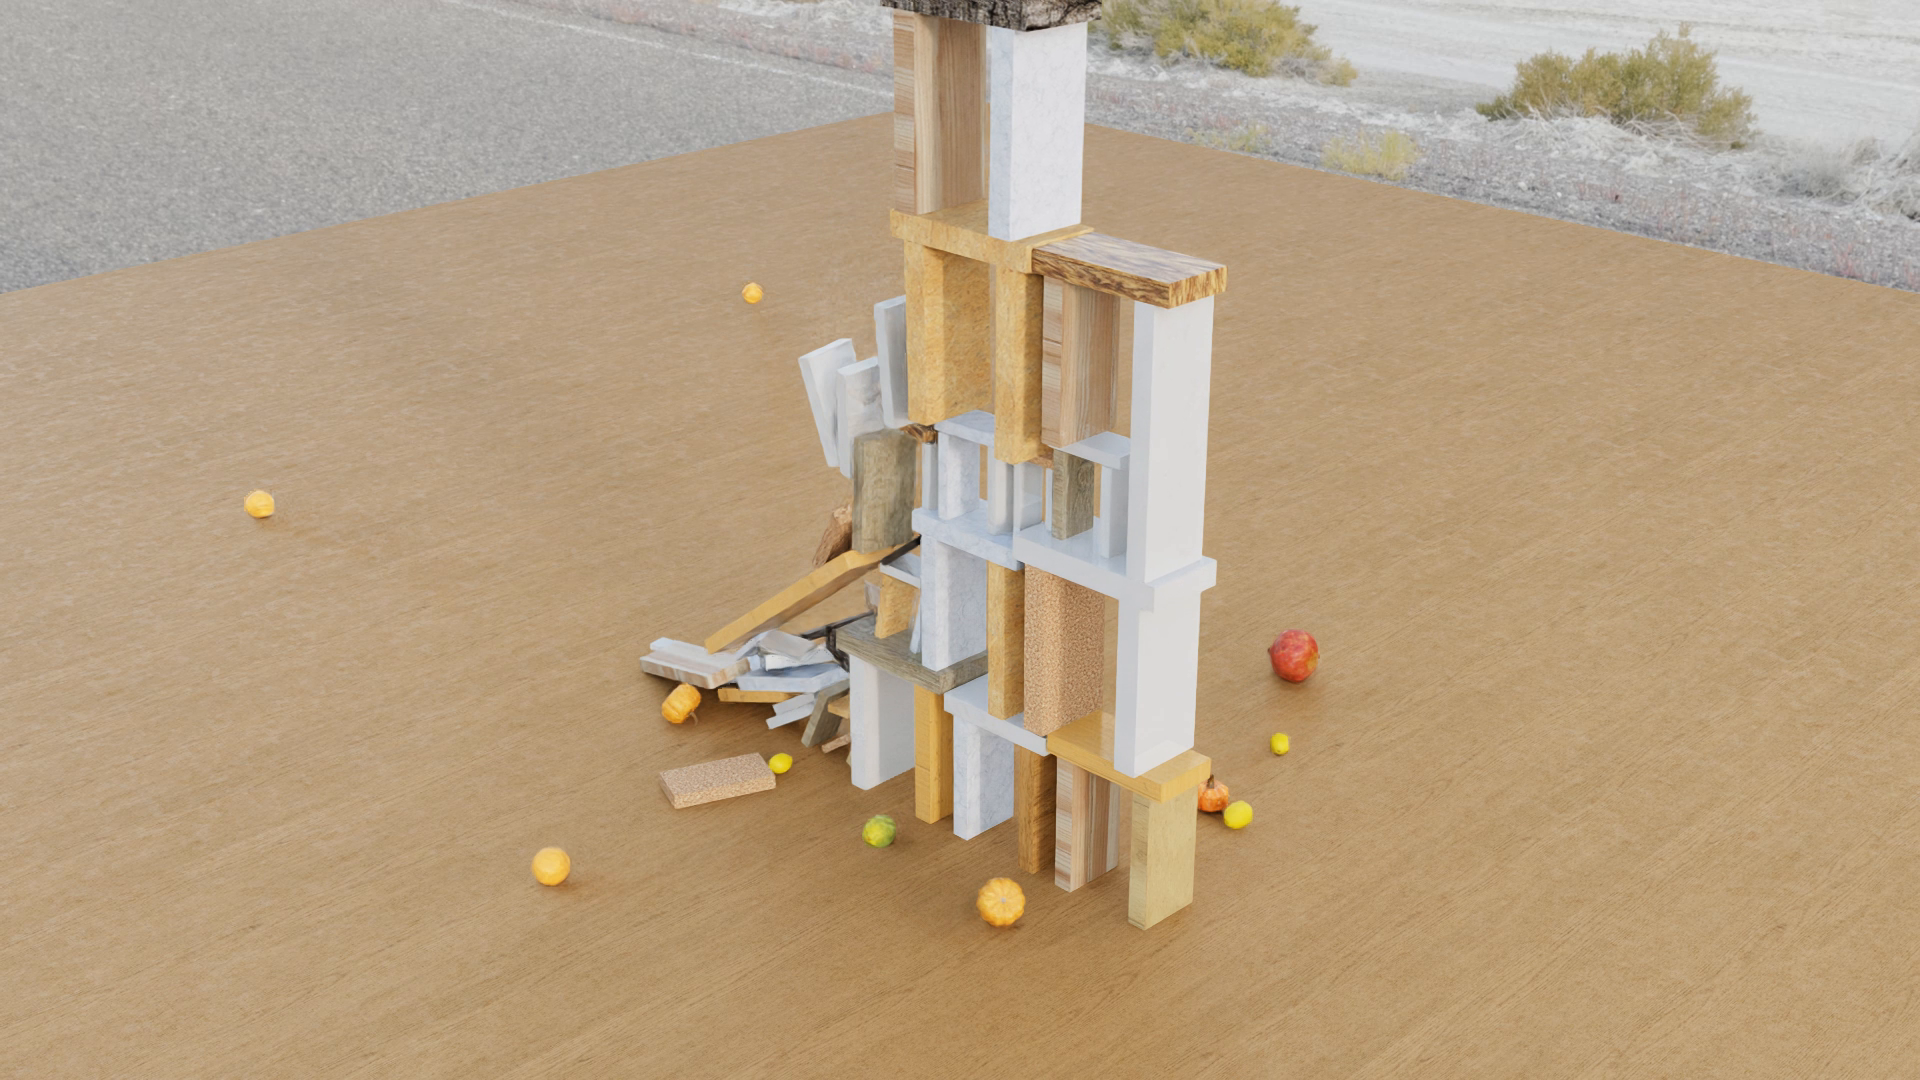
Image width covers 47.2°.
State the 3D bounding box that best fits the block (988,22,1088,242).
[{"bbox_3d":[0.133,-0.709,3.775,0.180,0.360,0.051,-21,32,-40],"label":"block"}]

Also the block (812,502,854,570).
[{"bbox_3d":[-0.224,-0.015,4.440,0.113,0.227,0.032,-28,73,-26],"label":"block"}]

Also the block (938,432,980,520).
[{"bbox_3d":[-0.002,-0.131,4.159,0.024,0.172,0.086,21,31,41],"label":"block"}]

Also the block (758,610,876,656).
[{"bbox_3d":[-0.285,0.194,4.741,0.313,0.016,0.055,-18,6,12],"label":"block"}]

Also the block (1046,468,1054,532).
[{"bbox_3d":[0.184,-0.081,4.001,0.060,0.120,0.017,-18,29,-37],"label":"block"}]

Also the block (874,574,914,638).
[{"bbox_3d":[-0.128,0.122,4.407,0.073,0.147,0.021,-20,42,-39],"label":"block"}]

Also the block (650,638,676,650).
[{"bbox_3d":[-0.676,0.252,5.149,0.091,0.013,0.045,16,28,32],"label":"block"}]

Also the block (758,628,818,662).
[{"bbox_3d":[-0.369,0.226,4.701,0.143,0.014,0.050,13,50,45],"label":"block"}]

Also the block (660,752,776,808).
[{"bbox_3d":[-0.502,0.497,4.551,0.216,0.031,0.108,-10,25,-22],"label":"block"}]

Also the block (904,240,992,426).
[{"bbox_3d":[-0.021,-0.399,4.070,0.048,0.342,0.171,19,30,41],"label":"block"}]

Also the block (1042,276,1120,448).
[{"bbox_3d":[0.212,-0.327,3.851,0.043,0.304,0.152,21,31,41],"label":"block"}]

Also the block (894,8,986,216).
[{"bbox_3d":[-0.035,-0.776,3.935,0.051,0.360,0.180,21,31,40],"label":"block"}]

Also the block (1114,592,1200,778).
[{"bbox_3d":[0.354,0.242,3.945,0.048,0.337,0.168,21,31,40],"label":"block"}]

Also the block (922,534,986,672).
[{"bbox_3d":[-0.011,0.103,4.285,0.040,0.279,0.140,21,31,41],"label":"block"}]

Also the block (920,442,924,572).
[{"bbox_3d":[-0.046,-0.079,4.269,0.020,0.289,0.069,15,25,32],"label":"block"}]

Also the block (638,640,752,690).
[{"bbox_3d":[-0.599,0.280,4.947,0.108,0.031,0.320,-25,19,-32],"label":"block"}]

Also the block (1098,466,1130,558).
[{"bbox_3d":[0.285,-0.060,3.888,0.085,0.169,0.024,-21,31,-40],"label":"block"}]

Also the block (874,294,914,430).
[{"bbox_3d":[-0.093,-0.343,4.158,0.122,0.244,0.035,-21,31,-30],"label":"block"}]

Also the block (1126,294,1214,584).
[{"bbox_3d":[0.358,-0.180,3.752,0.152,0.497,0.043,-21,31,-40],"label":"block"}]

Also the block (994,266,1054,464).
[{"bbox_3d":[0.140,-0.330,3.931,0.048,0.360,0.171,21,31,40],"label":"block"}]

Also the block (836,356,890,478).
[{"bbox_3d":[-0.182,-0.241,4.287,0.113,0.227,0.032,-22,38,-30],"label":"block"}]

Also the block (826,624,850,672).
[{"bbox_3d":[-0.254,0.228,4.634,0.016,0.055,0.110,-13,32,-22],"label":"block"}]

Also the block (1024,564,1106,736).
[{"bbox_3d":[0.195,0.181,4.091,0.168,0.337,0.048,-21,31,-40],"label":"block"}]

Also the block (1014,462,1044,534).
[{"bbox_3d":[0.126,-0.084,4.061,0.017,0.161,0.060,21,31,40],"label":"block"}]

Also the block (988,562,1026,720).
[{"bbox_3d":[0.118,0.173,4.169,0.139,0.317,0.040,-20,30,-39],"label":"block"}]

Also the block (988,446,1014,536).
[{"bbox_3d":[0.092,-0.100,4.084,0.086,0.172,0.024,-18,29,-35],"label":"block"}]

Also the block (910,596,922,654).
[{"bbox_3d":[-0.054,0.150,4.343,0.073,0.147,0.021,-20,46,-40],"label":"block"}]

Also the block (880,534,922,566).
[{"bbox_3d":[-0.107,0.017,4.319,0.101,0.014,0.050,-31,2,37],"label":"block"}]

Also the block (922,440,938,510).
[{"bbox_3d":[-0.036,-0.130,4.198,0.069,0.138,0.020,-16,32,-34],"label":"block"}]

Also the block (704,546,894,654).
[{"bbox_3d":[-0.342,0.125,4.595,0.122,0.035,0.594,-16,-9,-39],"label":"block"}]

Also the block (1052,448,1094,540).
[{"bbox_3d":[0.205,-0.092,3.964,0.024,0.169,0.085,21,31,41],"label":"block"}]

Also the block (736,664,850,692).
[{"bbox_3d":[-0.358,0.296,4.746,0.109,0.031,0.265,-19,11,-41],"label":"block"}]
